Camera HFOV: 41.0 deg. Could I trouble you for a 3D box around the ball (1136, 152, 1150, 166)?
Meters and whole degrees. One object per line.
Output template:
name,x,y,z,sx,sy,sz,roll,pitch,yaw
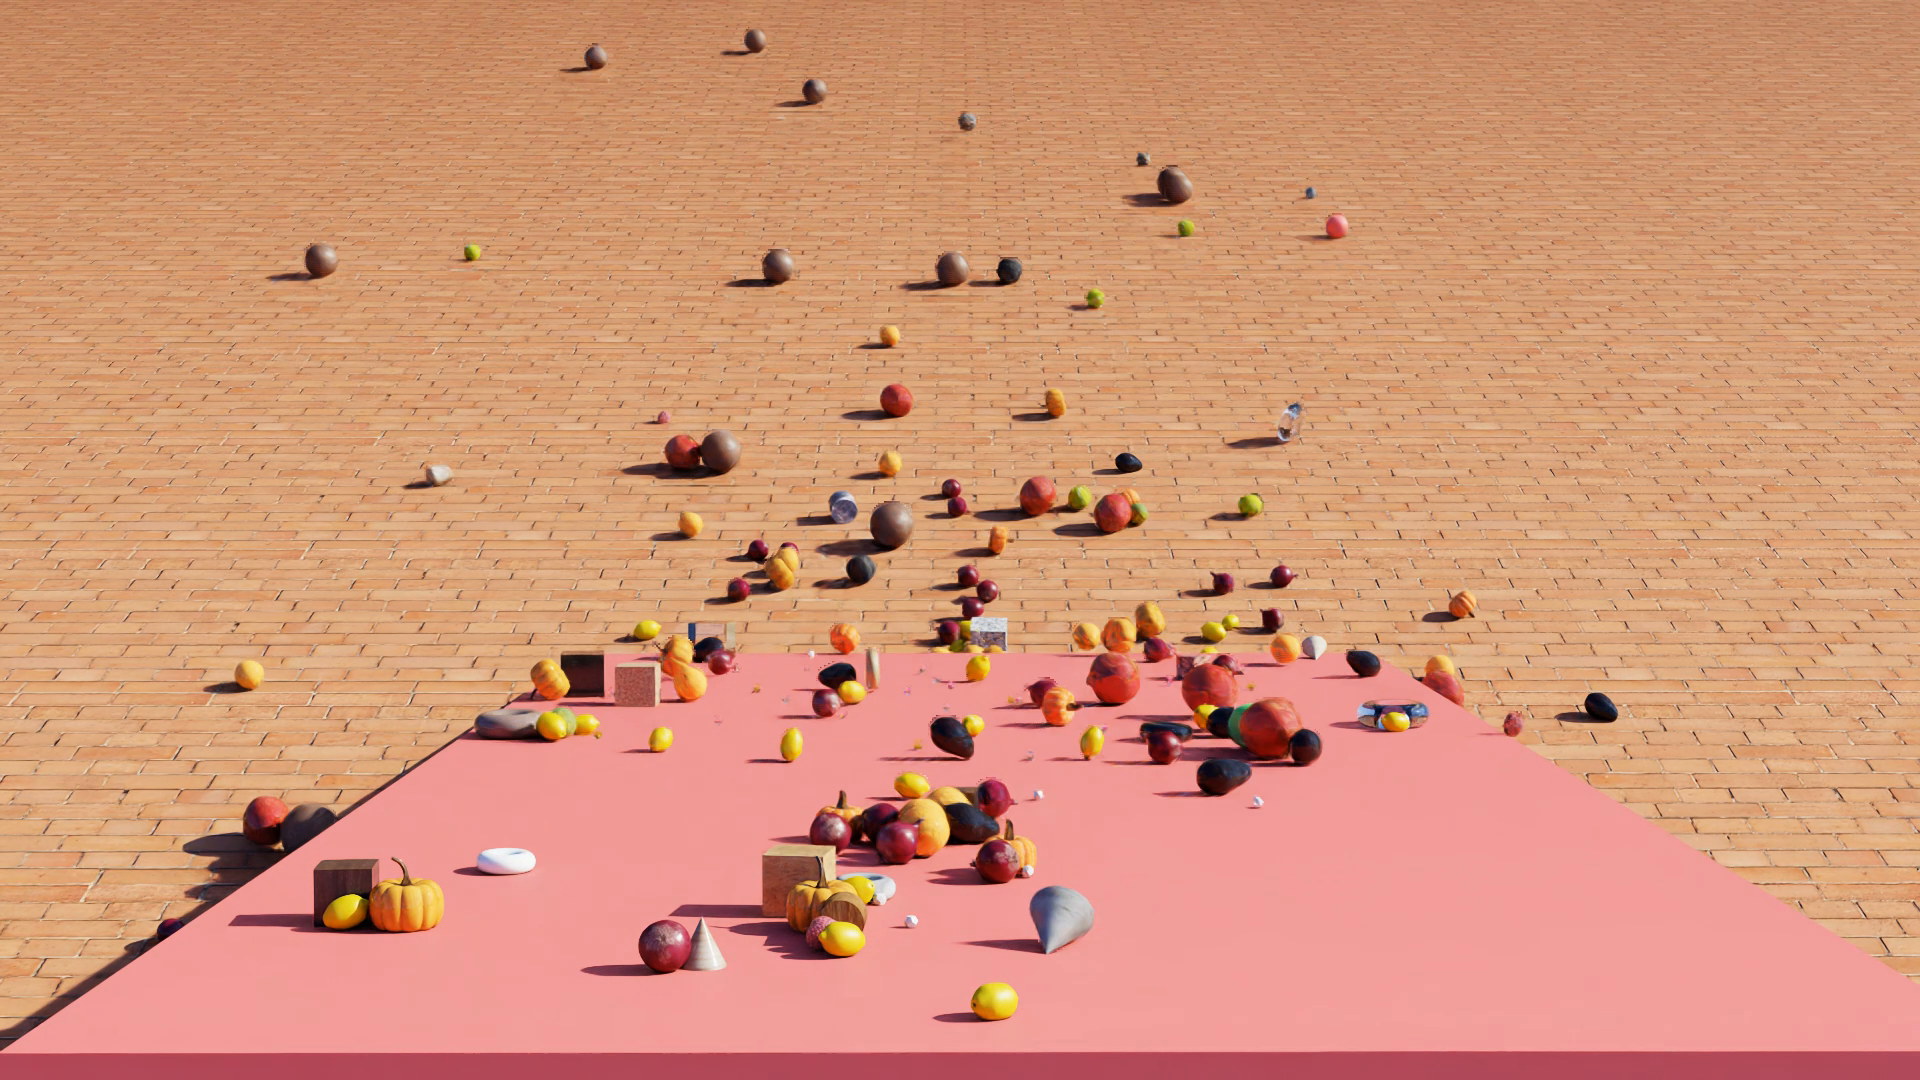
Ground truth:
ball,0.859,-1.785,12.044,0.064,0.064,0.064,0,21,0

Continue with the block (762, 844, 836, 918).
block,-0.202,0.428,3.225,0.078,0.078,0.078,0,3,8

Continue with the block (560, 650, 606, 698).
block,-0.821,0.292,5.602,0.093,0.093,0.093,0,3,-6

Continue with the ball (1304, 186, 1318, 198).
ball,1.563,-1.546,11.442,0.054,0.054,0.054,0,21,0

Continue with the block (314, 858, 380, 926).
block,-0.757,0.435,3.173,0.070,0.070,0.070,0,3,-6

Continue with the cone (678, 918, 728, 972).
cone,-0.293,0.455,2.919,0.057,0.057,0.057,0,3,0

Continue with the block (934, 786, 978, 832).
block,-0.005,0.404,3.853,0.059,0.059,0.059,0,3,8

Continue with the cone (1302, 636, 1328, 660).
cone,0.881,0.281,6.381,0.064,0.064,0.064,1,33,4

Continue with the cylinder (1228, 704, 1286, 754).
cylinder,0.543,0.345,4.705,0.082,0.082,0.082,-6,4,-14

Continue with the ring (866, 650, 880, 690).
ring,-0.193,0.286,5.670,0.030,0.090,0.090,-1,21,-2

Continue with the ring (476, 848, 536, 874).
ring,-0.620,0.439,3.509,0.081,0.027,0.081,1,3,0

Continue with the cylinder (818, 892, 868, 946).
cylinder,-0.139,0.449,3.047,0.055,0.055,0.055,1,3,2

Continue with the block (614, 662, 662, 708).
block,-0.679,0.306,5.425,0.085,0.085,0.085,0,3,1

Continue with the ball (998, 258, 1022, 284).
ball,0.196,-1.061,10.128,0.099,0.099,0.099,0,21,0

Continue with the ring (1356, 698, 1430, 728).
ring,0.854,0.343,5.069,0.144,0.048,0.144,-1,4,0

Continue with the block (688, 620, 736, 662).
block,-0.616,0.250,6.384,0.092,0.092,0.092,1,3,13

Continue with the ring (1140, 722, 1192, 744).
ring,0.388,0.362,4.842,0.101,0.034,0.101,3,1,0

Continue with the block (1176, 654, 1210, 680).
block,0.538,0.293,5.921,0.054,0.054,0.054,-3,4,-40

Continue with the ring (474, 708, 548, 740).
ring,-0.860,0.352,4.921,0.141,0.047,0.141,-1,4,0

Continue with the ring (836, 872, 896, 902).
ring,-0.124,0.448,3.315,0.083,0.028,0.083,1,3,0

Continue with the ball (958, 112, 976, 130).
ball,0.037,-2.077,12.760,0.091,0.091,0.091,0,21,0

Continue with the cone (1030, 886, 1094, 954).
cone,0.110,0.461,3.009,0.079,0.079,0.079,6,31,15

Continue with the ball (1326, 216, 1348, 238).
ball,1.583,-1.316,10.791,0.095,0.095,0.095,0,21,0

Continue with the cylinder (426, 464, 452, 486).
cylinder,-1.616,-0.201,7.967,0.059,0.059,0.059,-18,27,-38

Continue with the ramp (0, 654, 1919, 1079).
ramp,0.049,0.446,4.532,2.000,0.100,4.000,0,3,0

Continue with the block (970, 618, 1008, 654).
block,0.075,0.263,6.724,0.093,0.093,0.093,1,21,3

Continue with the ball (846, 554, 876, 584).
ball,-0.277,0.081,7.209,0.082,0.082,0.082,0,21,0
